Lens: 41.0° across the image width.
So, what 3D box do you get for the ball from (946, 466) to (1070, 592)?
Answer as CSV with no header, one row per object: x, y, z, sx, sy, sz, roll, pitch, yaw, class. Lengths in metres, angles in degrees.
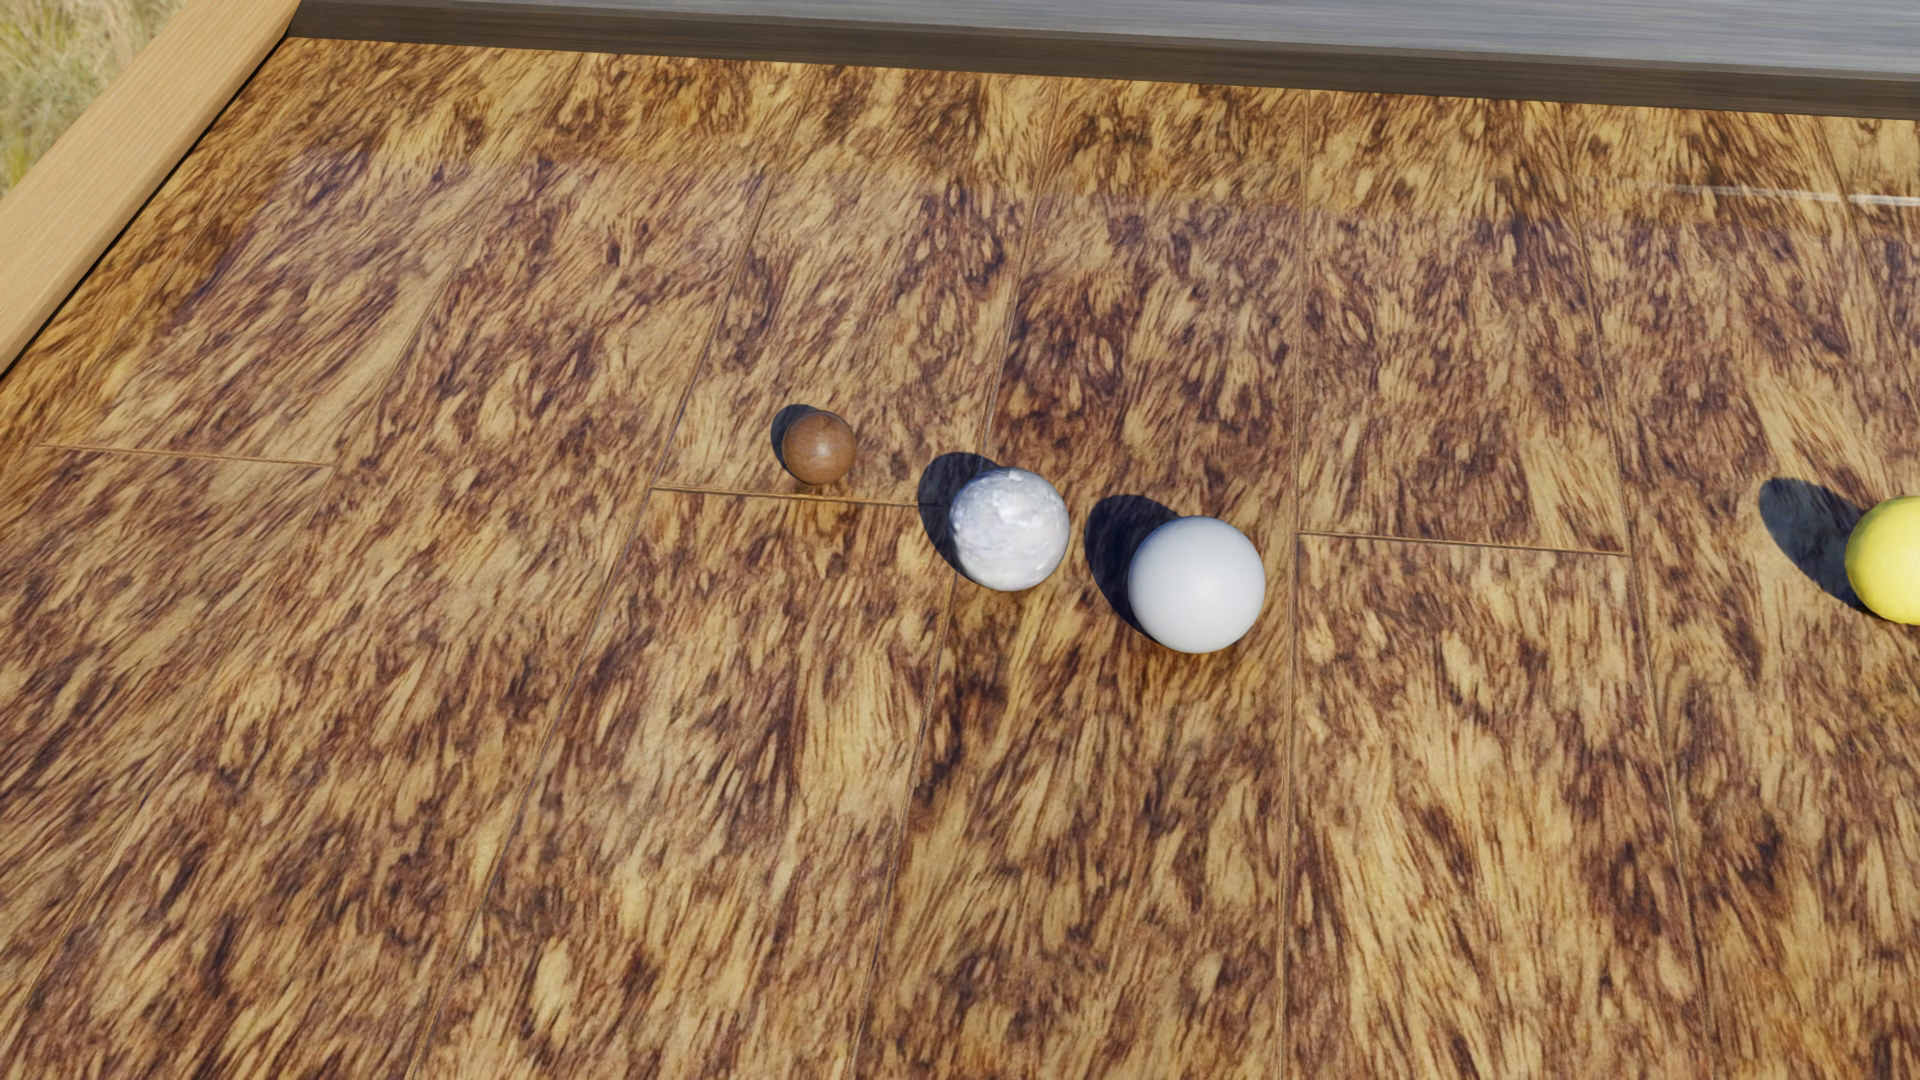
0.035,-0.008,1.868,0.091,0.091,0.091,0,35,0,ball

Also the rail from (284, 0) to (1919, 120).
0.932,-0.456,2.482,3.325,0.127,0.045,4,35,6,rail

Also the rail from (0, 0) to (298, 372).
-0.801,-0.075,1.933,0.045,0.127,1.798,4,35,6,rail

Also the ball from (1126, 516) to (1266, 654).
0.166,0.031,1.806,0.097,0.097,0.097,0,35,0,ball

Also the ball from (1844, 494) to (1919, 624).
0.682,0.014,1.835,0.093,0.093,0.093,0,35,0,ball

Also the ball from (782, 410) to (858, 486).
-0.109,-0.072,1.989,0.058,0.058,0.058,0,35,0,ball
